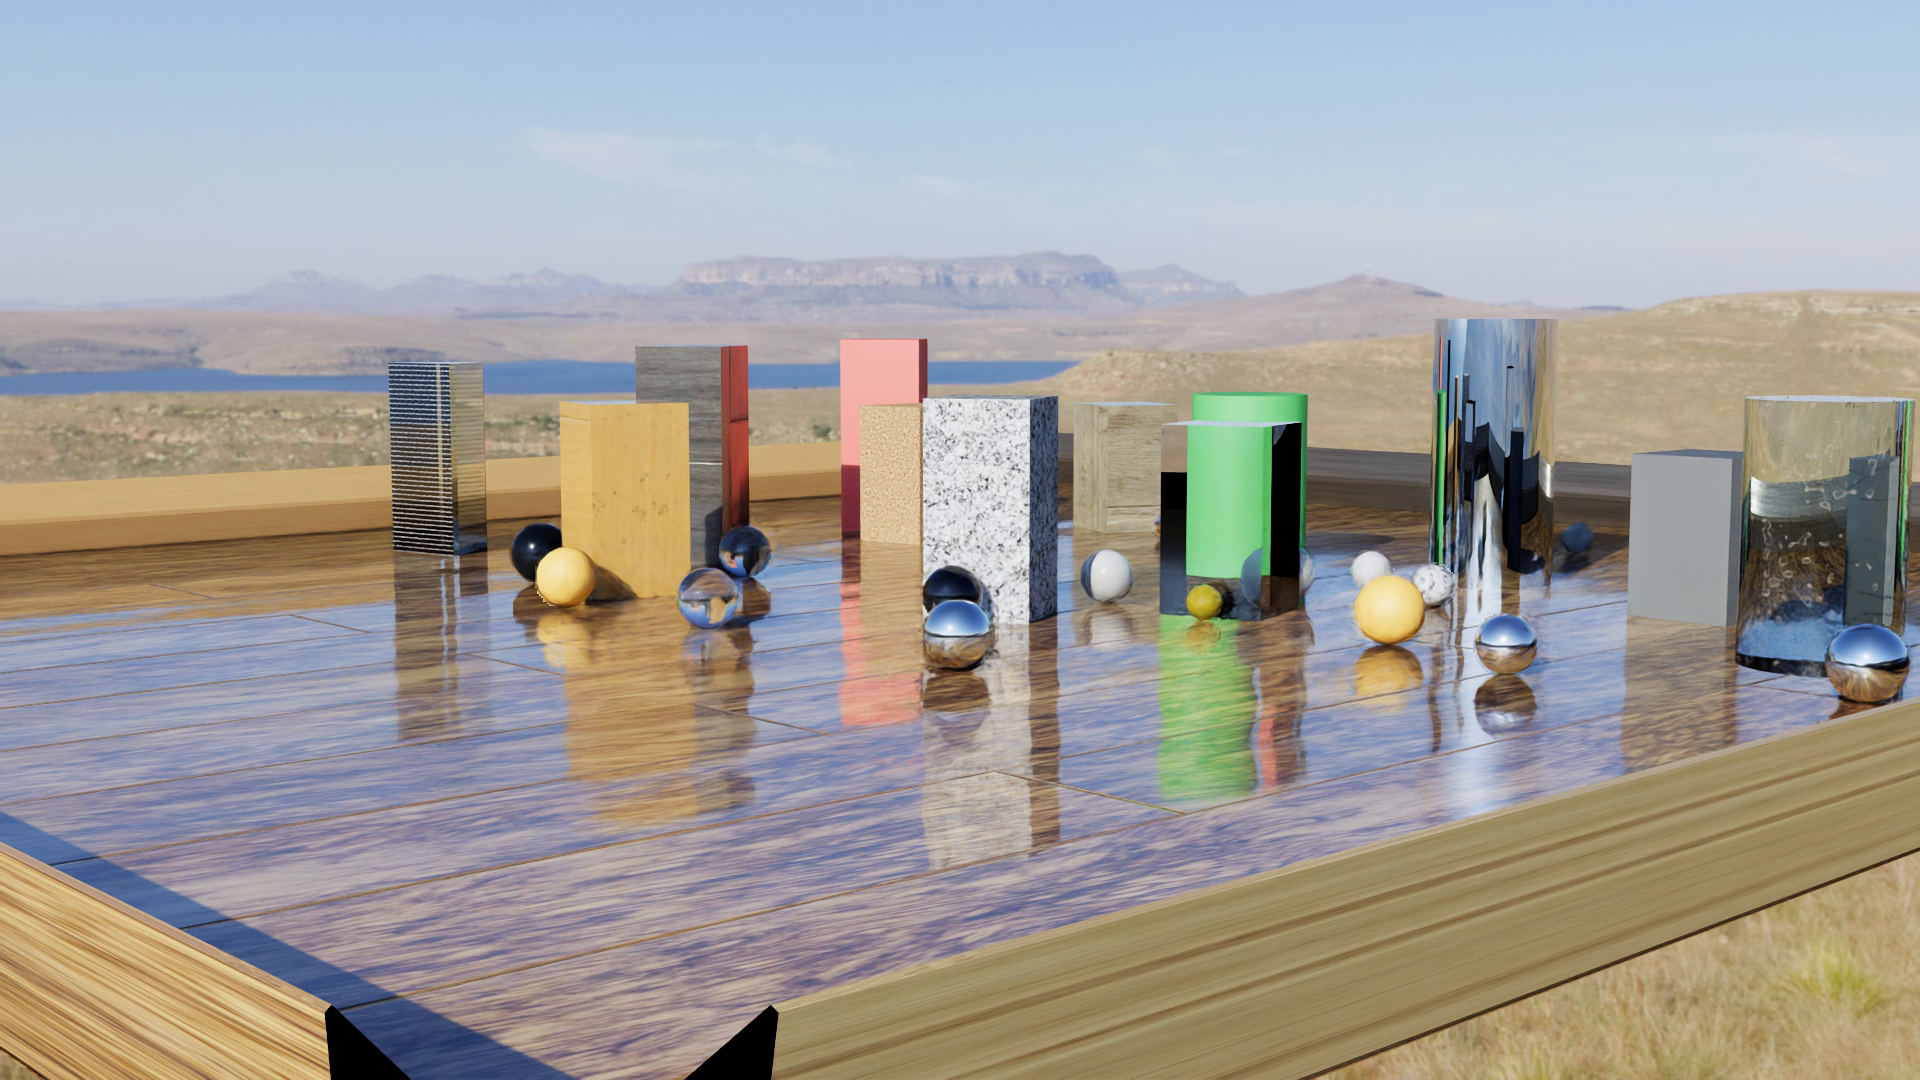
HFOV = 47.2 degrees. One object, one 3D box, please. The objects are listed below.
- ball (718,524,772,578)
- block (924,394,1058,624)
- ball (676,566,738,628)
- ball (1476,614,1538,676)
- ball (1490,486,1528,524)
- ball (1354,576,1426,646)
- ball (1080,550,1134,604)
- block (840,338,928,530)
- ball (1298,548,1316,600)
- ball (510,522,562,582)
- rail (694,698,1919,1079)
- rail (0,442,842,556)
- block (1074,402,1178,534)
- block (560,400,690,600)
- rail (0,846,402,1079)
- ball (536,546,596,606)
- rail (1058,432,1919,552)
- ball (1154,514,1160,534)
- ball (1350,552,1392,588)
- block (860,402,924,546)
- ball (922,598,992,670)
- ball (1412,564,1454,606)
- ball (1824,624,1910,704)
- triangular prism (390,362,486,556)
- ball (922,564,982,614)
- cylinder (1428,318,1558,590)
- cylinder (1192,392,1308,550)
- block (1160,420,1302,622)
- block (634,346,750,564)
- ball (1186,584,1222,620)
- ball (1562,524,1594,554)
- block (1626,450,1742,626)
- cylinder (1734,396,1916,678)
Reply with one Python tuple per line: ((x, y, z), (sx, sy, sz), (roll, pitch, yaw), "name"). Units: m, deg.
((-0.360, 0.019, 3.679), (0.088, 0.088, 0.088), (0, 6, 0), "ball")
((0.046, -0.049, 3.213), (0.158, 0.319, 0.158), (2, 6, 17), "block")
((-0.354, 0.081, 3.086), (0.087, 0.087, 0.087), (0, 6, 0), "ball")
((0.669, 0.128, 2.694), (0.075, 0.075, 0.075), (0, 6, 0), "ball")
((1.153, -0.074, 4.615), (0.077, 0.077, 0.077), (0, 6, 0), "ball")
((0.574, 0.093, 2.934), (0.093, 0.093, 0.093), (0, 6, 0), "ball")
((0.224, 0.056, 3.350), (0.081, 0.081, 0.081), (0, 6, 0), "ball")
((-0.154, -0.218, 4.512), (0.158, 0.386, 0.158), (1, 6, 6), "block")
((0.495, 0.050, 3.352), (0.092, 0.092, 0.092), (0, 6, 0), "ball")
((-0.687, 0.021, 3.607), (0.099, 0.099, 0.099), (0, 6, 0), "ball")
((1.111, 0.158, 2.134), (3.596, 0.128, 0.045), (-5, 8, -42), "rail")
((-1.111, -0.092, 4.530), (3.596, 0.128, 0.045), (-5, 8, -42), "rail")
((0.338, -0.151, 4.502), (0.158, 0.255, 0.158), (-2, 6, -22), "block")
((-0.531, -0.068, 3.480), (0.158, 0.301, 0.158), (-3, 7, -27), "block")
((-1.304, 0.158, 2.135), (0.045, 0.128, 3.325), (-5, 8, -42), "rail")
((-0.594, 0.055, 3.319), (0.090, 0.090, 0.090), (0, 6, 0), "ball")
((1.304, -0.091, 4.529), (0.045, 0.128, 3.325), (-5, 8, -42), "rail")
((0.408, -0.032, 4.349), (0.050, 0.050, 0.050), (0, 6, 0), "ball")
((0.653, 0.050, 3.493), (0.064, 0.064, 0.064), (0, 6, 0), "ball")
((-0.082, -0.132, 4.282), (0.158, 0.262, 0.158), (5, 8, 42), "block")
((-0.003, 0.117, 2.735), (0.088, 0.088, 0.088), (0, 6, 0), "ball")
((0.714, 0.068, 3.323), (0.063, 0.063, 0.063), (0, 6, 0), "ball")
((1.032, 0.140, 2.500), (0.091, 0.091, 0.091), (0, 6, 0), "ball")
((-0.943, -0.156, 4.095), (0.171, 0.349, 0.148), (4, 7, 35), "triangular prism")
((-0.011, 0.078, 3.115), (0.086, 0.086, 0.086), (0, 6, 0), "ball")
((0.871, -0.146, 3.598), (0.198, 0.431, 0.198), (0, 6, 0), "cylinder")
((0.499, -0.102, 3.804), (0.198, 0.301, 0.198), (0, 6, 0), "cylinder")
((0.401, -0.033, 3.252), (0.158, 0.279, 0.158), (3, 7, 28), "block")
((-0.480, -0.158, 3.958), (0.158, 0.381, 0.158), (1, 6, 12), "block")
((0.352, 0.090, 3.171), (0.052, 0.052, 0.052), (0, 6, 0), "ball")
((1.133, -0.002, 4.036), (0.056, 0.056, 0.056), (0, 6, 0), "ball")
((1.089, -0.007, 3.205), (0.158, 0.237, 0.158), (-5, 8, -41), "block")
((1.081, -0.009, 2.752), (0.198, 0.335, 0.198), (0, 6, 0), "cylinder")
